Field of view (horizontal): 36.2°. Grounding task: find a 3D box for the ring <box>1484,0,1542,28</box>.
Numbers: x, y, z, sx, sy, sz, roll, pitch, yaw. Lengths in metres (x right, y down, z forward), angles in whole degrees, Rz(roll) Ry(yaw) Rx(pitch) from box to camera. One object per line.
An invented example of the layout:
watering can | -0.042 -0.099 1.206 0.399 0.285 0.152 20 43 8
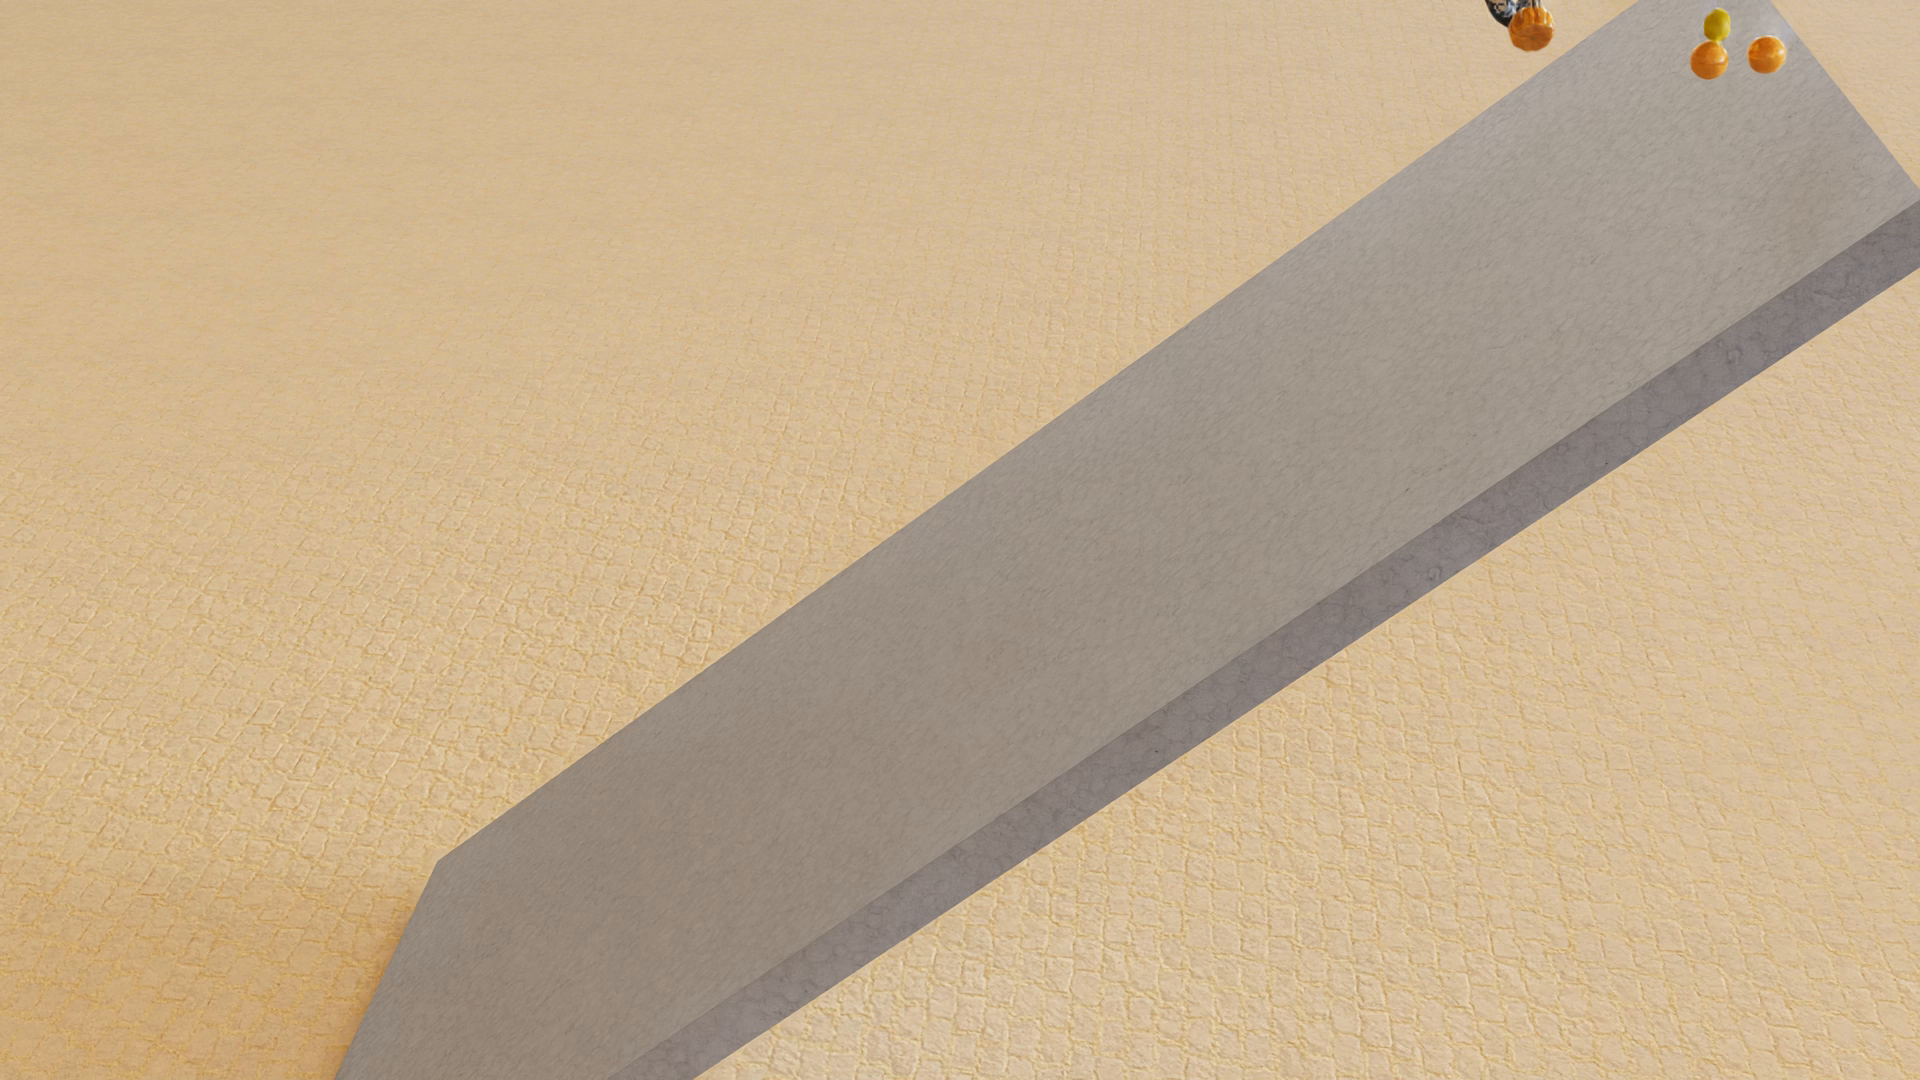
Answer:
ring | 1.096 -1.087 5.840 0.147 0.147 0.049 -20 3 -38

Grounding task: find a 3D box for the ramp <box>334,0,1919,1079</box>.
ramp | 0.123 0.183 6.334 4.000 0.100 2.000 -35 16 17
